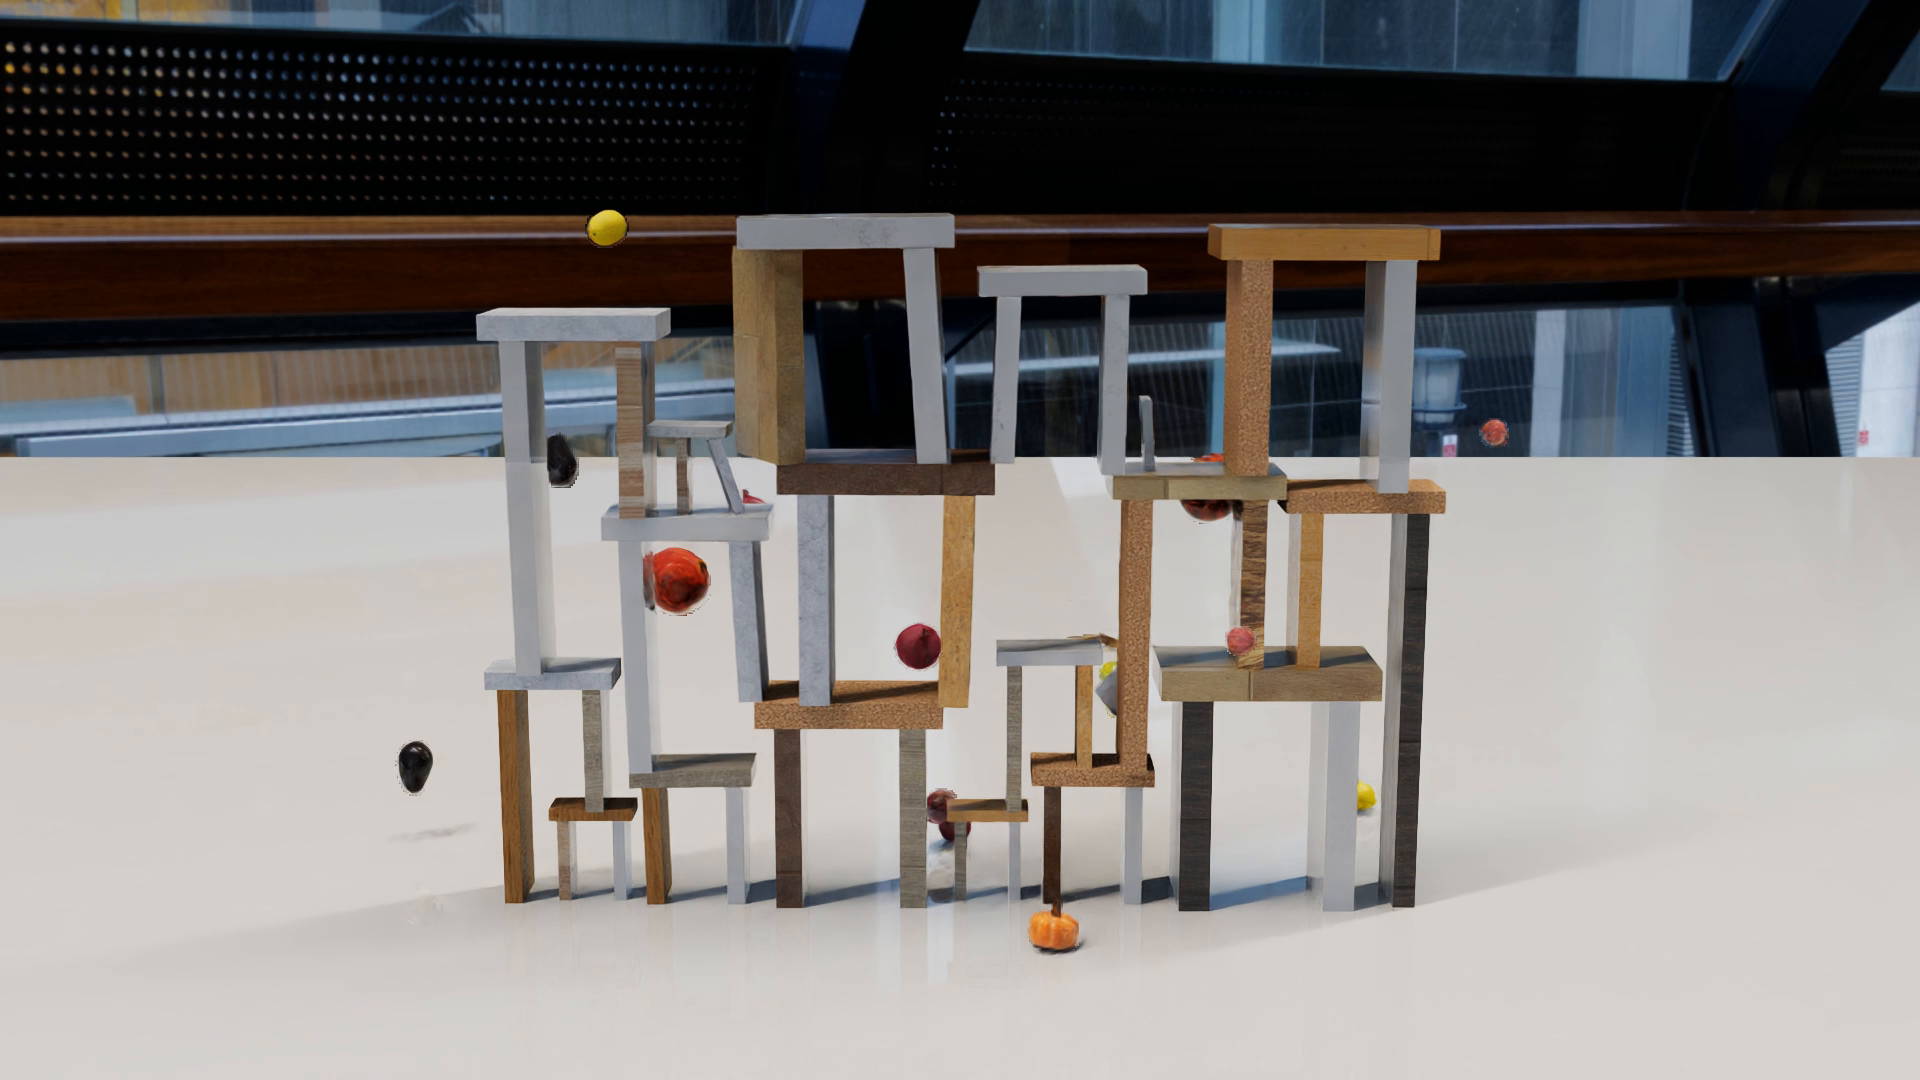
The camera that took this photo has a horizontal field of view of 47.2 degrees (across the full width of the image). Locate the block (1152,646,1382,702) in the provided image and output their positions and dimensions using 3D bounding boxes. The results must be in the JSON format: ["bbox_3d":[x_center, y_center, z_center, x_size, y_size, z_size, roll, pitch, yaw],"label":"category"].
[{"bbox_3d":[0.499,0.218,3.603,0.353,0.050,0.176,0,11,0],"label":"block"}]

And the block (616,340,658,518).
[{"bbox_3d":[-0.516,-0.184,3.516,0.040,0.281,0.140,0,11,1],"label":"block"}]

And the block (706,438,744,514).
[{"bbox_3d":[-0.377,-0.108,3.528,0.018,0.126,0.063,-20,14,-9],"label":"block"}]

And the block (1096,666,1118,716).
[{"bbox_3d":[0.281,0.254,3.820,0.016,0.056,0.113,-27,-19,-39],"label":"block"}]

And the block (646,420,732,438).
[{"bbox_3d":[-0.430,-0.177,3.508,0.126,0.018,0.063,1,11,4],"label":"block"}]

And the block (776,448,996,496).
[{"bbox_3d":[-0.114,-0.110,3.530,0.343,0.049,0.171,0,11,1],"label":"block"}]

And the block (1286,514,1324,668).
[{"bbox_3d":[0.559,0.071,3.569,0.036,0.252,0.126,0,10,0],"label":"block"}]

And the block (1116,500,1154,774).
[{"bbox_3d":[0.283,0.145,3.578,0.039,0.450,0.138,0,11,-1],"label":"block"}]

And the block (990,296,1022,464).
[{"bbox_3d":[0.072,-0.260,3.493,0.037,0.261,0.131,2,11,-1],"label":"block"}]

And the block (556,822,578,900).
[{"bbox_3d":[-0.653,0.523,3.657,0.019,0.137,0.068,0,11,0],"label":"block"}]

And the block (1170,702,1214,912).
[{"bbox_3d":[0.382,0.416,3.639,0.050,0.353,0.176,0,11,0],"label":"block"}]

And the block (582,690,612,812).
[{"bbox_3d":[-0.598,0.335,3.625,0.029,0.206,0.103,0,11,-1],"label":"block"}]

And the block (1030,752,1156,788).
[{"bbox_3d":[0.217,0.379,3.627,0.200,0.028,0.100,1,11,0],"label":"block"}]

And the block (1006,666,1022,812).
[{"bbox_3d":[0.088,0.318,3.621,0.024,0.247,0.086,0,11,0],"label":"block"}]

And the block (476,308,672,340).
[{"bbox_3d":[-0.610,-0.342,3.488,0.281,0.040,0.140,0,11,2],"label":"block"}]

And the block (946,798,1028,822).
[{"bbox_3d":[0.046,0.448,3.646,0.134,0.019,0.067,0,11,0],"label":"block"}]

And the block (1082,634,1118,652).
[{"bbox_3d":[0.227,0.185,3.872,0.056,0.016,0.112,19,-20,-41],"label":"block"}]

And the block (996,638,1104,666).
[{"bbox_3d":[0.146,0.184,3.595,0.172,0.024,0.086,-1,11,1],"label":"block"}]

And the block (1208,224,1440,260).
[{"bbox_3d":[0.571,-0.471,3.472,0.338,0.048,0.169,0,11,-1],"label":"block"}]

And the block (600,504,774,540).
[{"bbox_3d":[-0.437,-0.029,3.554,0.265,0.037,0.132,0,11,0],"label":"block"}]

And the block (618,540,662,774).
[{"bbox_3d":[-0.522,0.178,3.594,0.037,0.384,0.132,-1,11,0],"label":"block"}]

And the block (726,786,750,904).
[{"bbox_3d":[-0.368,0.493,3.648,0.028,0.199,0.099,0,11,0],"label":"block"}]

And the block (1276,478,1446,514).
[{"bbox_3d":[0.643,-0.071,3.543,0.252,0.036,0.126,0,11,0],"label":"block"}]

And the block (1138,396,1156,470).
[{"bbox_3d":[0.300,-0.172,3.524,0.016,0.112,0.056,-4,11,0],"label":"block"}]

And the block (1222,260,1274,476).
[{"bbox_3d":[0.458,-0.282,3.506,0.048,0.338,0.169,0,11,-1],"label":"block"}]

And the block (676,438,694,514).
[{"bbox_3d":[-0.443,-0.109,3.536,0.018,0.126,0.063,0,11,0],"label":"block"}]

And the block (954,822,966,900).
[{"bbox_3d":[0.001,0.523,3.660,0.019,0.134,0.067,0,11,0],"label":"block"}]

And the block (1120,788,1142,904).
[{"bbox_3d":[0.284,0.492,3.648,0.028,0.200,0.100,0,11,0],"label":"block"}]

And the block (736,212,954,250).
[{"bbox_3d":[-0.181,-0.486,3.457,0.334,0.047,0.167,-1,11,-4],"label":"block"}]

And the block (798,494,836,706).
[{"bbox_3d":[-0.232,0.082,3.570,0.049,0.343,0.171,0,11,0],"label":"block"}]

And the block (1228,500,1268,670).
[{"bbox_3d":[0.467,0.059,3.566,0.039,0.275,0.138,0,11,0],"label":"block"}]

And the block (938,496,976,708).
[{"bbox_3d":[-0.004,0.084,3.564,0.049,0.343,0.171,2,11,1],"label":"block"}]

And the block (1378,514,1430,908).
[{"bbox_3d":[0.727,0.269,3.606,0.036,0.655,0.126,0,11,0],"label":"block"}]

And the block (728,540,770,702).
[{"bbox_3d":[-0.344,0.119,3.585,0.037,0.265,0.132,-3,10,1],"label":"block"}]

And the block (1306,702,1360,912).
[{"bbox_3d":[0.617,0.416,3.640,0.050,0.353,0.176,0,11,0],"label":"block"}]

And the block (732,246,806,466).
[{"bbox_3d":[-0.303,-0.296,3.483,0.047,0.334,0.167,-6,12,-28],"label":"block"}]

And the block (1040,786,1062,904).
[{"bbox_3d":[0.151,0.492,3.650,0.028,0.200,0.100,0,11,0],"label":"block"}]

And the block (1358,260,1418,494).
[{"bbox_3d":[0.682,-0.268,3.511,0.048,0.364,0.169,0,11,0],"label":"block"}]

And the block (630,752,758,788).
[{"bbox_3d":[-0.438,0.380,3.625,0.199,0.028,0.099,-1,11,0],"label":"block"}]

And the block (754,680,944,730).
[{"bbox_3d":[-0.179,0.270,3.613,0.303,0.043,0.152,0,11,0],"label":"block"}]

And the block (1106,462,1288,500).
[{"bbox_3d":[0.377,-0.095,3.533,0.275,0.039,0.138,0,11,-1],"label":"block"}]

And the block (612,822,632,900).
[{"bbox_3d":[-0.561,0.523,3.657,0.019,0.137,0.068,0,11,0],"label":"block"}]

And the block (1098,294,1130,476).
[{"bbox_3d":[0.243,-0.253,3.496,0.037,0.282,0.131,1,11,0],"label":"block"}]

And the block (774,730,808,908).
[{"bbox_3d":[-0.279,0.440,3.647,0.043,0.303,0.152,0,11,0],"label":"block"}]

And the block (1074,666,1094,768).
[{"bbox_3d":[0.203,0.280,3.612,0.024,0.172,0.086,0,11,0],"label":"block"}]

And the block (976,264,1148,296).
[{"bbox_3d":[0.158,-0.410,3.473,0.261,0.037,0.131,-1,11,-2],"label":"block"}]

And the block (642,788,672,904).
[{"bbox_3d":[-0.502,0.492,3.648,0.028,0.199,0.099,-1,11,0],"label":"block"}]

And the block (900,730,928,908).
[{"bbox_3d":[-0.077,0.440,3.646,0.043,0.303,0.152,0,11,0],"label":"block"}]

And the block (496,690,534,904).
[{"bbox_3d":[-0.735,0.411,3.640,0.029,0.362,0.103,0,11,0],"label":"block"}]

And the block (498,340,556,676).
[{"bbox_3d":[-0.695,-0.059,3.545,0.040,0.538,0.140,-1,10,0],"label":"block"}]

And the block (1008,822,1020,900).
[{"bbox_3d":[0.090,0.523,3.660,0.019,0.134,0.067,0,11,0],"label":"block"}]

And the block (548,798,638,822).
[{"bbox_3d":[-0.607,0.446,3.643,0.137,0.019,0.068,0,10,0],"label":"block"}]

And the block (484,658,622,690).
[{"bbox_3d":[-0.666,0.219,3.604,0.206,0.029,0.103,0,11,0],"label":"block"}]

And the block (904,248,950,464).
[{"bbox_3d":[-0.051,-0.299,3.495,0.047,0.334,0.167,-3,10,2],"label":"block"}]
